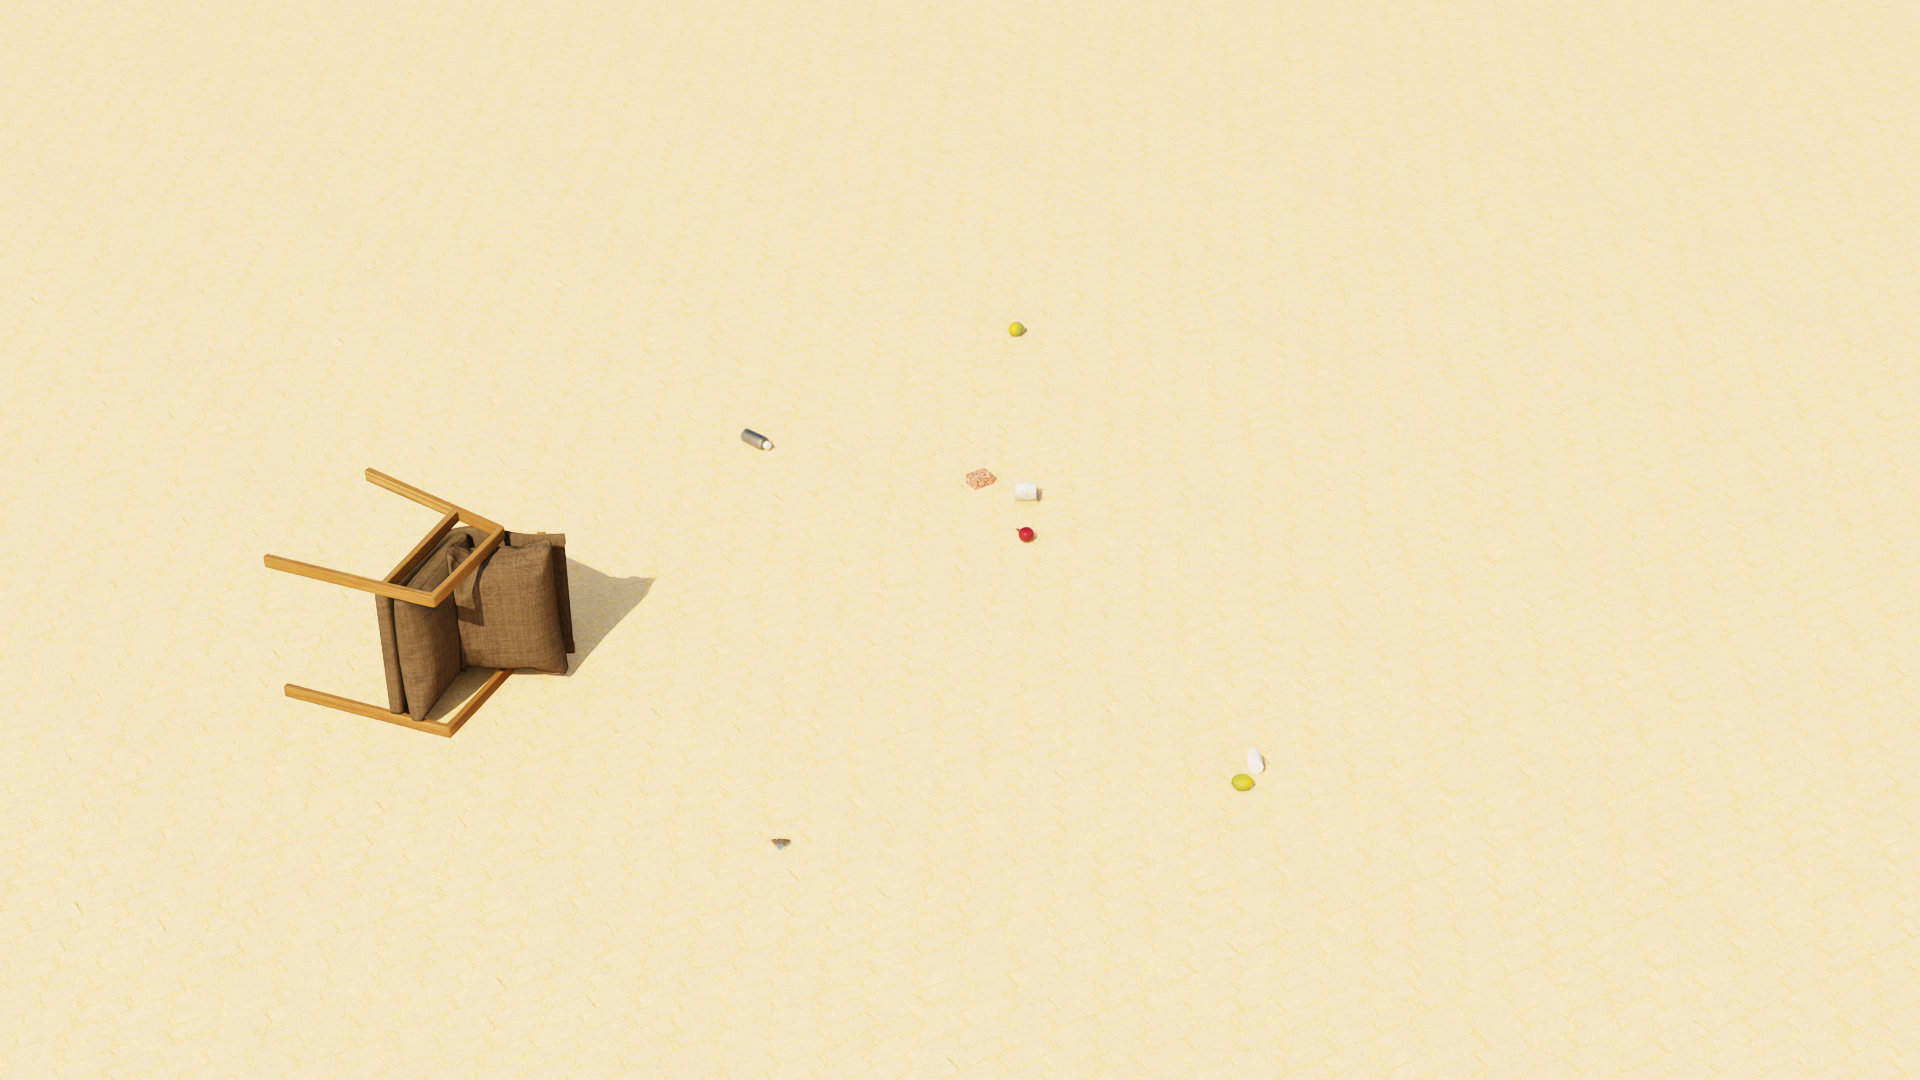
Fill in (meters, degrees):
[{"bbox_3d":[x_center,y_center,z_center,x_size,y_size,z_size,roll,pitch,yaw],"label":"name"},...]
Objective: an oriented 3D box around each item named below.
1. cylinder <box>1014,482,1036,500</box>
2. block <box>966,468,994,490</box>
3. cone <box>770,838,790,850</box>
[{"bbox_3d":[0.246,-0.185,11.162,0.078,0.068,0.082,-2,13,-4],"label":"cylinder"},{"bbox_3d":[0.076,-0.235,11.265,0.085,0.040,0.064,-20,39,-28],"label":"block"},{"bbox_3d":[-0.579,0.983,9.433,0.068,0.057,0.035,-2,73,7],"label":"cone"}]
